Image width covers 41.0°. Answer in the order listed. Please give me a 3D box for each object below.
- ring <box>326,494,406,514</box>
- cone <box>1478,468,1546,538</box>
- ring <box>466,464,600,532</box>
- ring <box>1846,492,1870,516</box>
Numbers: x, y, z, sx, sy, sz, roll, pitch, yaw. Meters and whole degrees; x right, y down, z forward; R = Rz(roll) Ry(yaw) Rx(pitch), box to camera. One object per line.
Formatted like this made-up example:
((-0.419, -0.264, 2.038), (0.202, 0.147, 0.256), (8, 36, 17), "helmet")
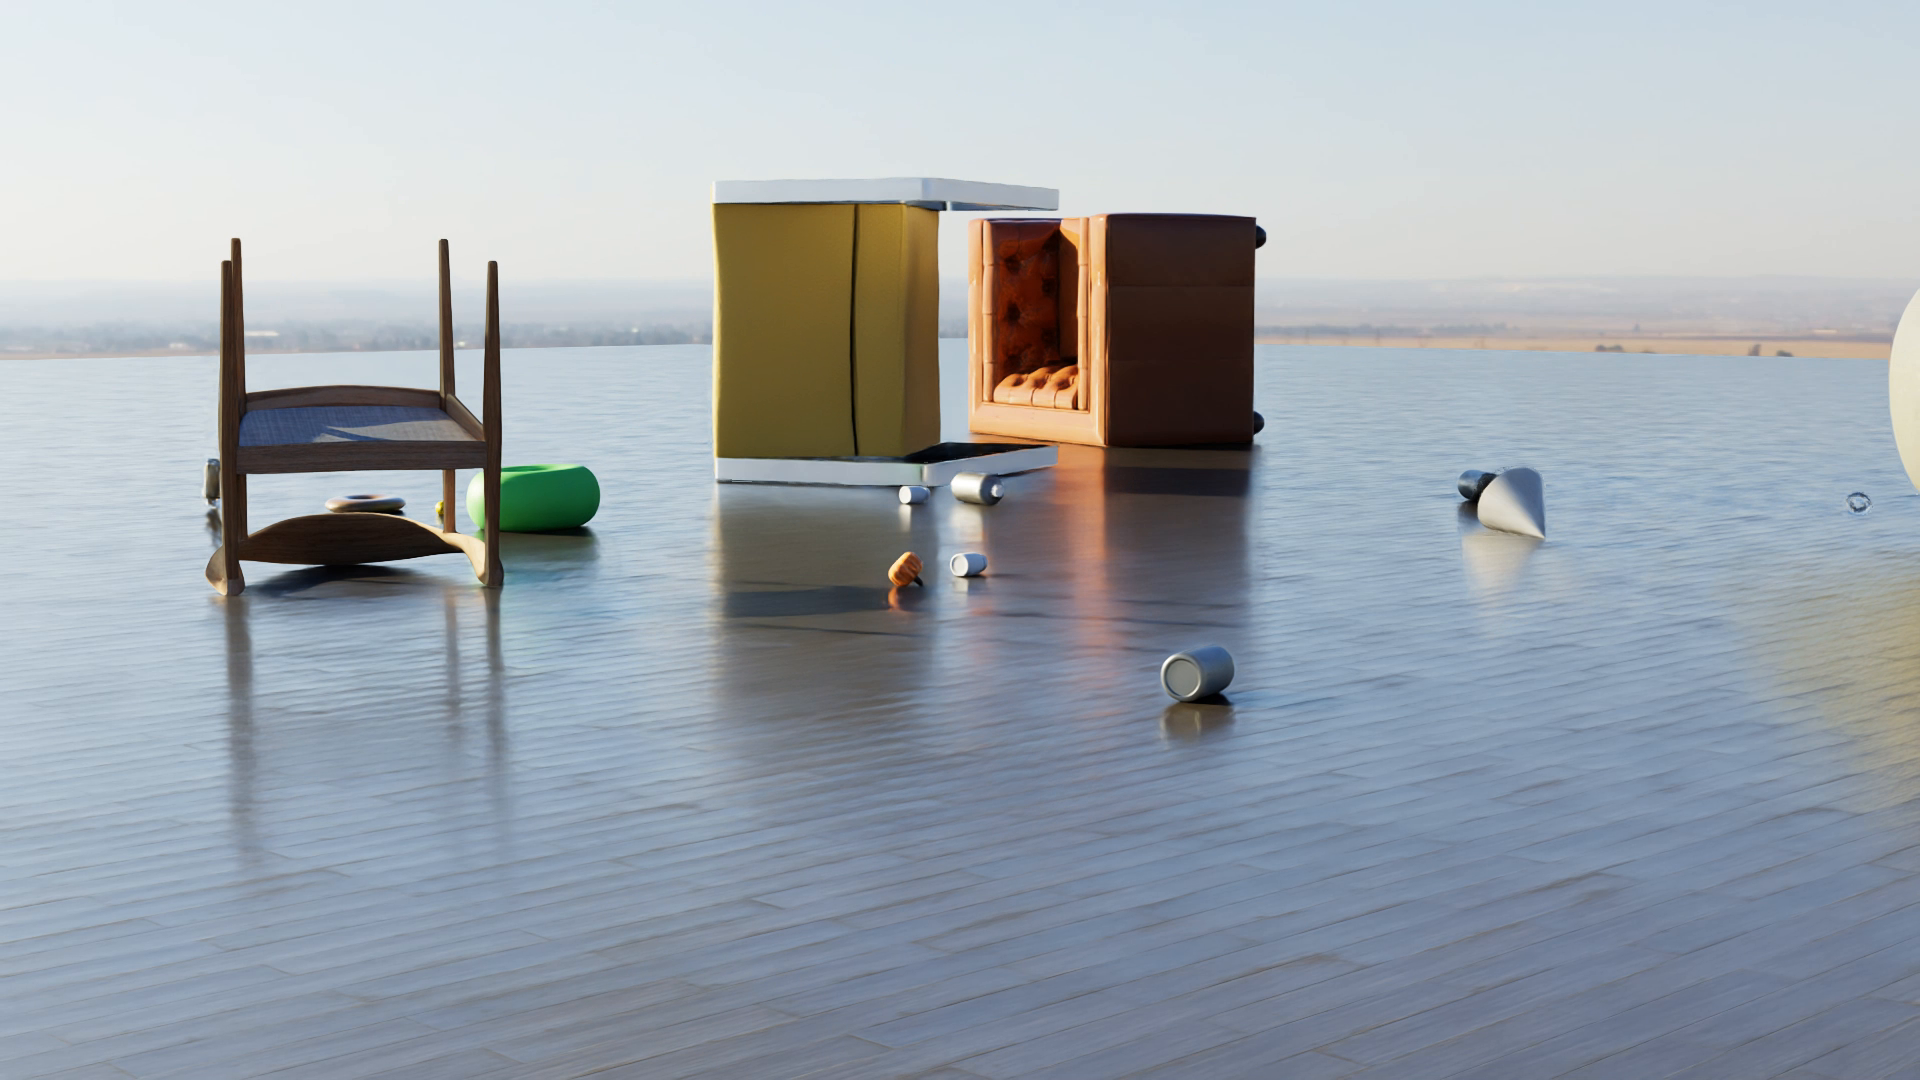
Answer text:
((-1.671, -0.102, 7.214), (0.217, 0.039, 0.281), (1, 6, 3), "ring")
((1.443, -0.054, 6.518), (0.186, 0.192, 0.184), (-6, 35, -18), "cone")
((-1.122, -0.112, 6.753), (0.311, 0.156, 0.387), (3, 8, 34), "ring")
((2.461, -0.098, 7.029), (0.066, 0.071, 0.018), (-25, 10, 21), "ring")
